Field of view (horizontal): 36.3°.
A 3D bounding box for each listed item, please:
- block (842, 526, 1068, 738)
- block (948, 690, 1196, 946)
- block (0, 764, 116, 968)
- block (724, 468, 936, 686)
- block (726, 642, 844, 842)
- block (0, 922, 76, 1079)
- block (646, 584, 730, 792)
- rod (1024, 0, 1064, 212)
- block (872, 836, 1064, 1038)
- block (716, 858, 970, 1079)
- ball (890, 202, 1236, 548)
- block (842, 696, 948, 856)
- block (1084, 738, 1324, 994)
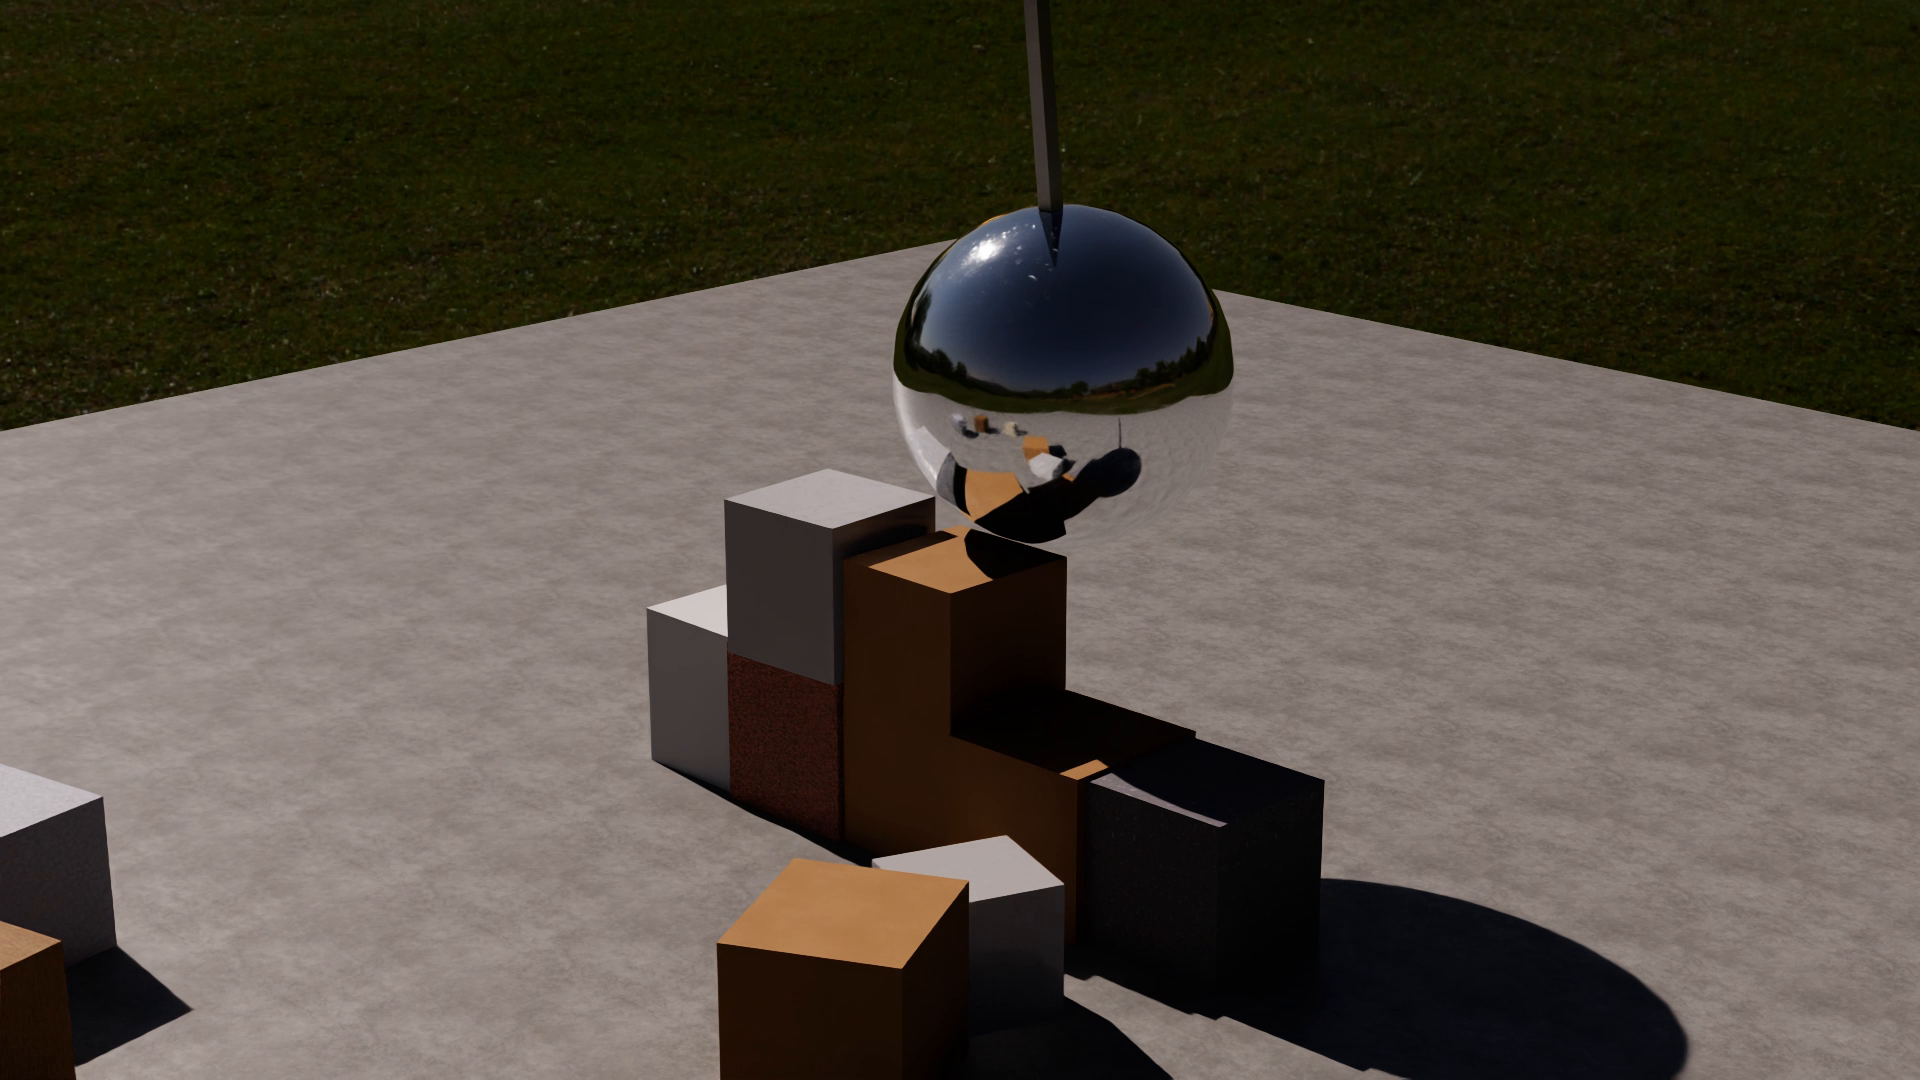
[{"bbox_3d":[-0.022,0.407,13.479,0.749,0.682,0.699,-17,24,-42],"label":"block"},{"bbox_3d":[0.498,1.229,13.135,0.766,0.780,0.796,16,23,41],"label":"block"},{"bbox_3d":[-4.137,1.456,12.552,0.678,0.696,0.683,11,21,32],"label":"block"},{"bbox_3d":[-0.610,0.163,13.863,0.704,0.757,0.696,15,23,39],"label":"block"},{"bbox_3d":[-0.566,0.871,14.222,0.776,0.810,0.796,17,24,42],"label":"block"},{"bbox_3d":[-3.905,1.914,11.079,0.653,0.706,0.820,10,20,30],"label":"block"},{"bbox_3d":[-1.095,0.723,14.695,0.657,0.809,0.655,-17,24,-42],"label":"block"},{"bbox_3d":[0.206,-3.905,12.331,0.080,5.200,0.080,17,30,42],"label":"rod"},{"bbox_3d":[0.030,1.645,12.114,0.617,0.597,0.557,-8,19,-23],"label":"block"},{"bbox_3d":[-0.439,1.787,11.404,0.734,0.752,0.830,5,18,17],"label":"block"},{"bbox_3d":[0.476,-0.763,13.601,1.600,1.600,1.600,0,17,0],"label":"ball"},{"bbox_3d":[-0.024,1.076,13.704,0.714,0.729,0.755,-17,24,-42],"label":"block"},{"bbox_3d":[1.050,1.391,12.652,0.731,0.760,0.712,16,24,41],"label":"block"}]
